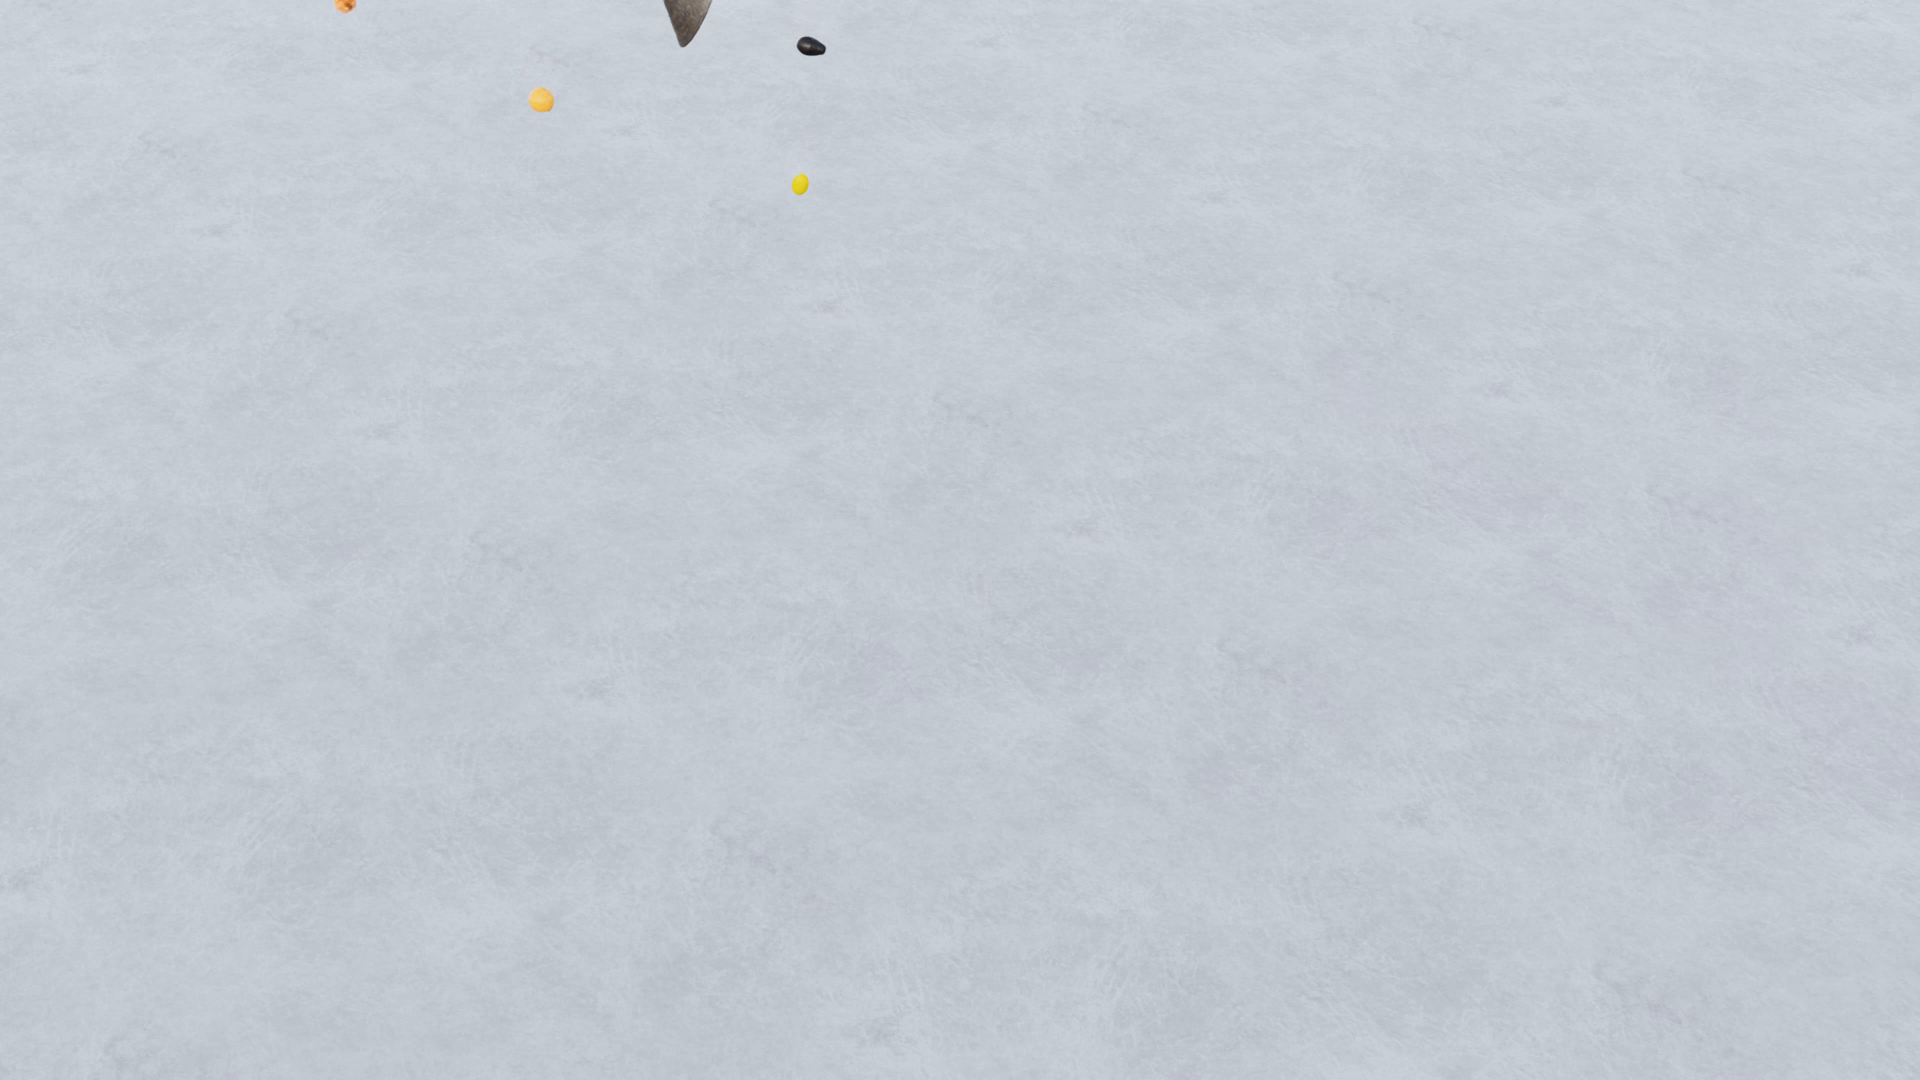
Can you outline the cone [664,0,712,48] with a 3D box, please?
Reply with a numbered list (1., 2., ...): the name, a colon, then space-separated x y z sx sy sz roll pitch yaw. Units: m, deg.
1. cone: -0.708 -1.375 7.390 0.114 0.258 0.164 14 30 -28
